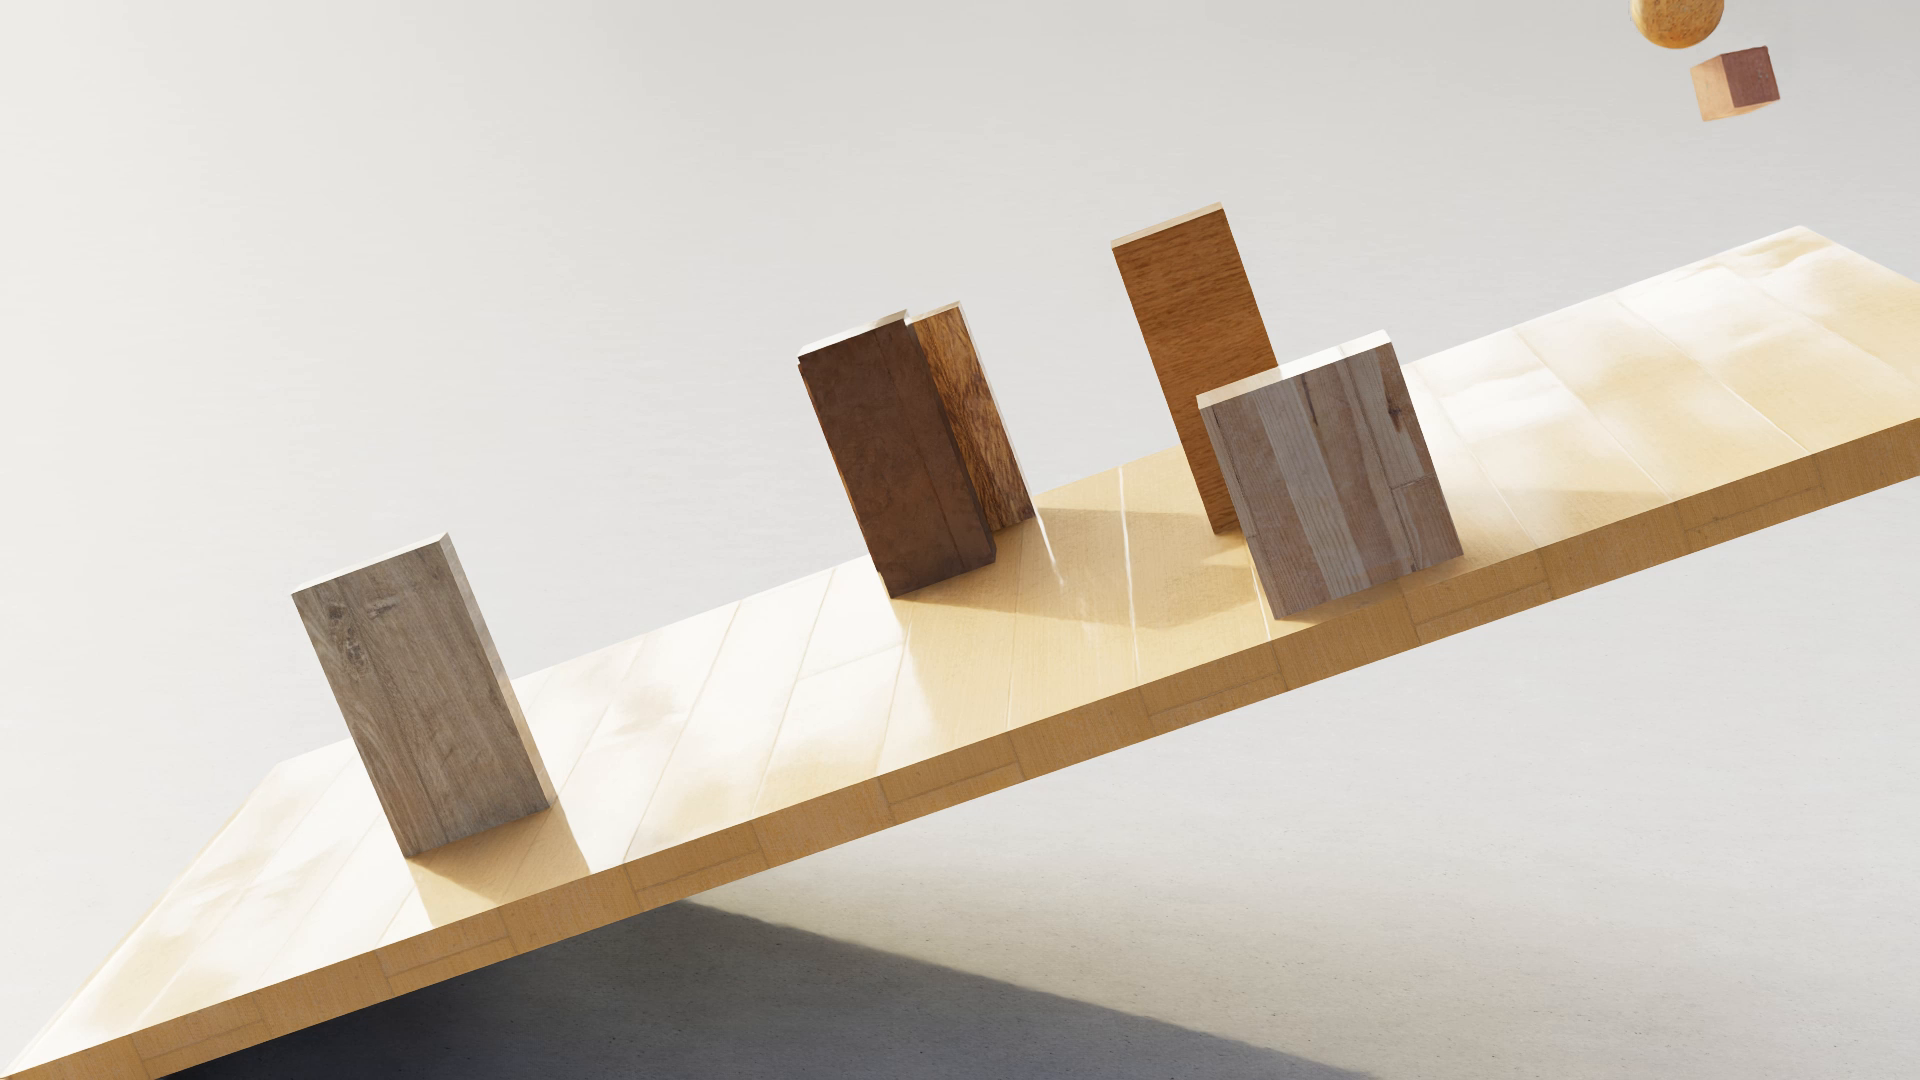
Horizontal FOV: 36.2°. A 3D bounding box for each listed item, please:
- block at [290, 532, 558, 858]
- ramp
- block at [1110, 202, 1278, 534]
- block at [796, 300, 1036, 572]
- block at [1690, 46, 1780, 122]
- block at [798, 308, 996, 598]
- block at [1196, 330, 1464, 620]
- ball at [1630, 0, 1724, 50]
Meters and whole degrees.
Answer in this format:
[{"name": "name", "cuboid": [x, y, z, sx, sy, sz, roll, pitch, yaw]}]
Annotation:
[{"name": "block", "cuboid": [-1.090, 0.318, 6.002, 0.325, 0.595, 0.086, -19, 11, 6]}, {"name": "ramp", "cuboid": [0.116, 0.177, 6.297, 4.000, 0.100, 2.000, -19, 11, 6]}, {"name": "block", "cuboid": [0.539, -0.359, 6.162, 0.243, 0.642, 0.126, -19, 11, 6]}, {"name": "block", "cuboid": [-0.100, -0.247, 7.034, 0.408, 0.537, 0.101, -19, 11, 6]}, {"name": "block", "cuboid": [1.576, -0.927, 5.982, 0.113, 0.113, 0.113, -13, -2, -19]}, {"name": "block", "cuboid": [-0.140, -0.197, 6.719, 0.255, 0.596, 0.146, -19, 11, 6]}, {"name": "block", "cuboid": [0.675, -0.120, 5.381, 0.363, 0.416, 0.141, -19, 11, 6]}, {"name": "ball", "cuboid": [1.469, -1.101, 6.023, 0.189, 0.189, 0.189, 0, 13, 0]}]
